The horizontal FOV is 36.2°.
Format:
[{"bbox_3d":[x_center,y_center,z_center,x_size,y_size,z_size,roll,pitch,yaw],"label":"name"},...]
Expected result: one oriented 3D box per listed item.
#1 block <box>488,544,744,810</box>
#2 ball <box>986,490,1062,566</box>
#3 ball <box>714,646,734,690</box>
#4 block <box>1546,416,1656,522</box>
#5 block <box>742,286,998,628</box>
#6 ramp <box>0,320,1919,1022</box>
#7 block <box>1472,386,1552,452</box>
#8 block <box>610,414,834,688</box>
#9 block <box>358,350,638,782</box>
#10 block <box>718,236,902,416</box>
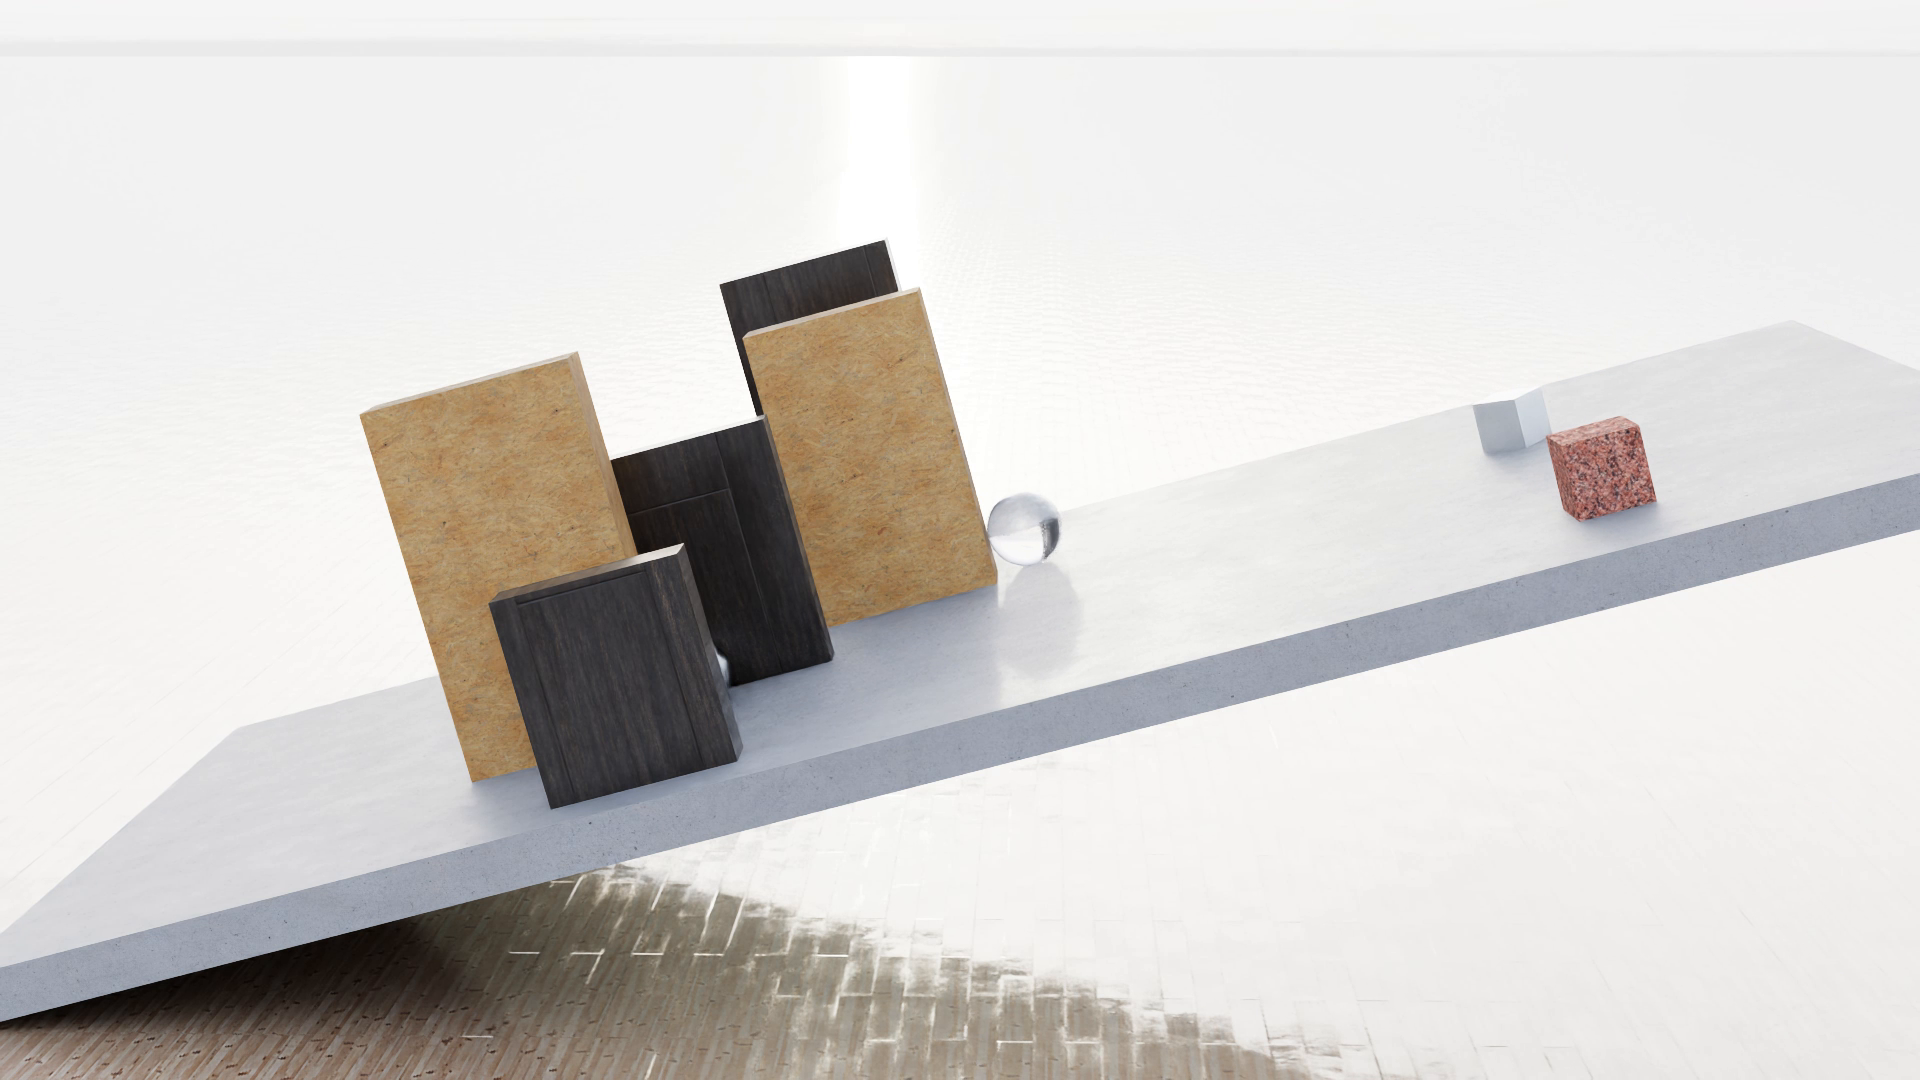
[{"bbox_3d":[-0.645,0.256,5.537,0.366,0.409,0.110,-15,9,4],"label":"block"},{"bbox_3d":[0.147,-0.027,6.666,0.172,0.172,0.172,0,10,0],"label":"ball"},{"bbox_3d":[-0.534,0.278,6.105,0.128,0.128,0.128,0,10,0],"label":"ball"},{"bbox_3d":[1.226,-0.138,5.627,0.150,0.150,0.150,-15,9,2],"label":"block"},{"bbox_3d":[-0.196,-0.186,6.599,0.400,0.676,0.141,-15,9,4],"label":"block"},{"bbox_3d":[0.080,0.191,6.329,4.000,0.100,2.000,-15,9,4],"label":"ramp"},{"bbox_3d":[1.224,-0.267,6.520,0.112,0.112,0.112,-6,13,44],"label":"block"},{"bbox_3d":[-0.545,0.049,6.220,0.427,0.533,0.083,-15,9,4],"label":"block"},{"bbox_3d":[-0.883,0.055,5.967,0.433,0.780,0.141,-15,9,4],"label":"block"},{"bbox_3d":[-0.273,-0.302,7.102,0.410,0.775,0.132,-15,9,4],"label":"block"}]
